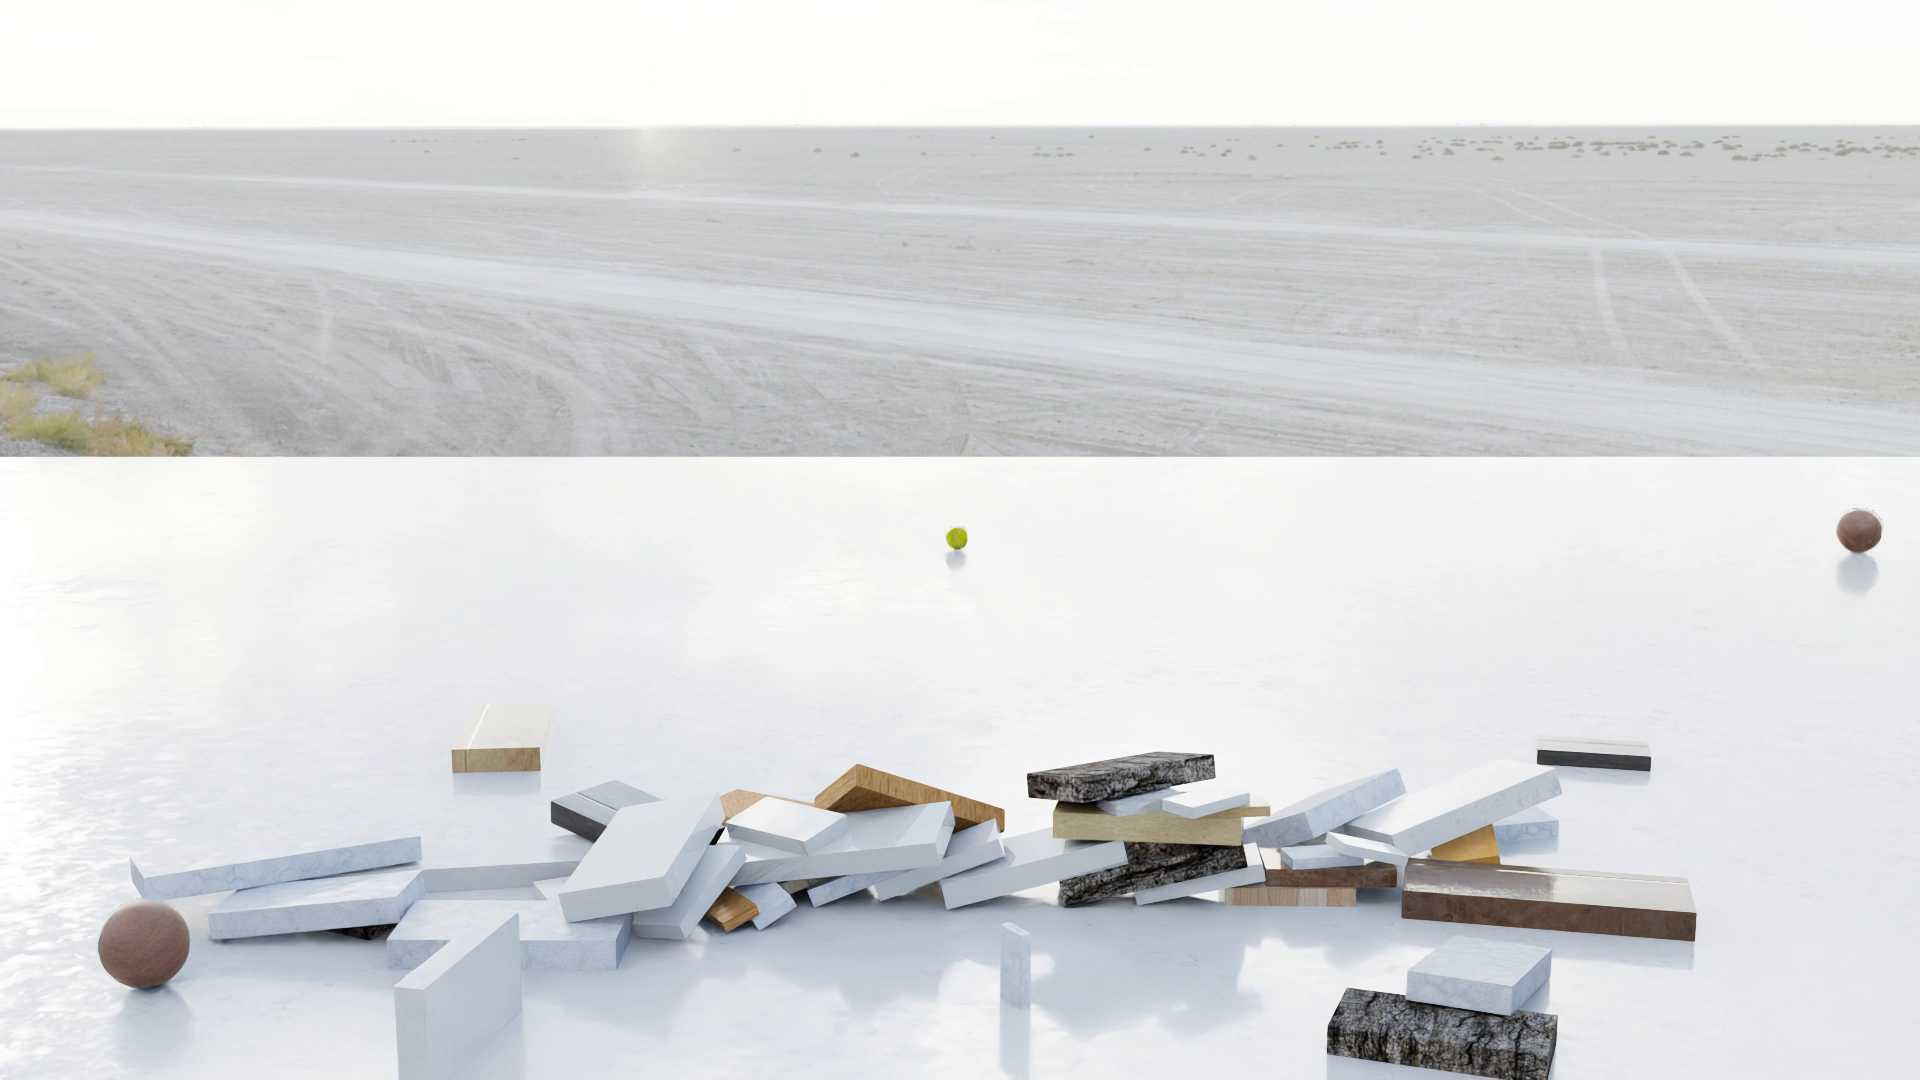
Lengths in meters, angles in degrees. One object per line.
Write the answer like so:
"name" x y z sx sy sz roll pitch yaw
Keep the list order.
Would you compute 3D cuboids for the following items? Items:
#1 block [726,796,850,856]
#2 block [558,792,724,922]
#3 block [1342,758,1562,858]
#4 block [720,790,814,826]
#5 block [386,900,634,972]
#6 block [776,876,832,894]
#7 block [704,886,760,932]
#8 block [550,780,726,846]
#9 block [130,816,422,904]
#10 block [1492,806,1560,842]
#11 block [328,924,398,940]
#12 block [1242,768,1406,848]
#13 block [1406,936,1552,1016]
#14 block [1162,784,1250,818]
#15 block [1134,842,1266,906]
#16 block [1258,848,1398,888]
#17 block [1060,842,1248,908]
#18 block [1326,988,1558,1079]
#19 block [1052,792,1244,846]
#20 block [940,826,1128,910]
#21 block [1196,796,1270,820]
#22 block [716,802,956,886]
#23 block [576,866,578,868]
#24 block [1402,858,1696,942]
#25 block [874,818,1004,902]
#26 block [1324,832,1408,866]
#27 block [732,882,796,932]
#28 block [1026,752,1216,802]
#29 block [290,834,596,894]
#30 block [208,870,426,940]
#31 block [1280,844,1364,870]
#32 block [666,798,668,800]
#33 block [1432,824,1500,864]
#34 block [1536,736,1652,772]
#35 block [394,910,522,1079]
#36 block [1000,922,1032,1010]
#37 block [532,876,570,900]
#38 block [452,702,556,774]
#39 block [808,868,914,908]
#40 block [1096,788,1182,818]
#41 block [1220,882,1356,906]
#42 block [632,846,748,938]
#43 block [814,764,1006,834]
"block" -0.286 0.473 3.637 0.194 0.028 0.097 6 25 43
"block" -0.507 0.506 3.539 0.173 0.049 0.349 -11 14 11
"block" 0.855 0.467 3.822 0.337 0.048 0.168 -19 6 -18
"block" -0.328 0.511 3.981 0.292 0.041 0.146 6 12 30
"block" -0.693 0.613 3.412 0.346 0.049 0.173 0 11 1
"block" -0.258 0.554 3.650 0.154 0.022 0.077 -23 11 0
"block" -0.376 0.593 3.540 0.062 0.017 0.123 -26 19 -23
"block" -0.560 0.494 3.821 0.293 0.041 0.146 16 20 39
"block" -1.131 0.527 3.645 0.440 0.042 0.150 -6 9 -28
"block" 0.959 0.515 3.986 0.220 0.031 0.110 -3 11 -15
"block" -0.966 0.611 3.509 0.123 0.017 0.062 6 12 28
"block" 0.638 0.486 3.913 0.168 0.048 0.337 -24 -7 39
"block" 0.759 0.631 3.202 0.147 0.042 0.294 4 2 25
"block" 0.398 0.422 3.553 0.133 0.019 0.067 -8 12 -39
"block" 0.394 0.555 3.655 0.214 0.030 0.107 -12 10 4
"block" 0.611 0.545 3.661 0.214 0.030 0.107 0 11 1
"block" 0.316 0.532 3.659 0.306 0.043 0.153 -13 10 3
"block" 0.668 0.685 3.045 0.294 0.042 0.147 4 11 20
"block" 0.315 0.457 3.645 0.306 0.043 0.153 1 10 10
"block" 0.116 0.533 3.663 0.306 0.043 0.153 -14 10 -3
"block" 0.438 0.435 3.581 0.123 0.017 0.062 -2 9 -5
"block" -0.213 0.501 3.618 0.391 0.041 0.145 -8 19 13
"block" -0.572 0.572 3.646 0.072 0.020 0.143 8 6 -40
"block" 0.953 0.583 3.578 0.453 0.048 0.168 2 11 13
"block" -0.036 0.530 3.654 0.218 0.031 0.109 -21 10 2
"block" 0.671 0.510 3.630 0.123 0.017 0.062 13 7 -21
"block" -0.324 0.583 3.567 0.072 0.020 0.143 -32 21 -16
"block" 0.272 0.396 3.690 0.291 0.041 0.145 -5 1 -36
"block" -0.883 0.555 3.742 0.562 0.041 0.146 -2 11 -10
"block" -1.021 0.580 3.501 0.300 0.042 0.150 -6 7 2
"block" 0.600 0.524 3.644 0.123 0.017 0.062 -2 11 -11
"block" -0.486 0.496 3.926 0.057 0.016 0.113 27 -12 24
"block" 0.874 0.519 3.826 0.110 0.031 0.237 -10 16 11
"block" 1.278 0.430 4.443 0.220 0.031 0.110 3 11 13
"block" -0.687 0.632 3.031 0.042 0.150 0.300 2 11 13
"block" 0.081 0.620 3.198 0.016 0.113 0.057 -7 12 -32
"block" -0.644 0.589 3.612 0.077 0.022 0.154 -5 12 -25
"block" -0.936 0.405 4.530 0.173 0.049 0.346 -1 11 -5
"block" -0.146 0.539 3.652 0.218 0.031 0.109 -21 11 0
"block" 0.299 0.430 3.618 0.133 0.019 0.067 -5 10 -24
"block" 0.543 0.576 3.659 0.214 0.030 0.107 0 11 1
"block" -0.431 0.560 3.510 0.097 0.028 0.194 -5 30 32
"block" -0.085 0.464 3.722 0.291 0.041 0.145 20 -39 -25
